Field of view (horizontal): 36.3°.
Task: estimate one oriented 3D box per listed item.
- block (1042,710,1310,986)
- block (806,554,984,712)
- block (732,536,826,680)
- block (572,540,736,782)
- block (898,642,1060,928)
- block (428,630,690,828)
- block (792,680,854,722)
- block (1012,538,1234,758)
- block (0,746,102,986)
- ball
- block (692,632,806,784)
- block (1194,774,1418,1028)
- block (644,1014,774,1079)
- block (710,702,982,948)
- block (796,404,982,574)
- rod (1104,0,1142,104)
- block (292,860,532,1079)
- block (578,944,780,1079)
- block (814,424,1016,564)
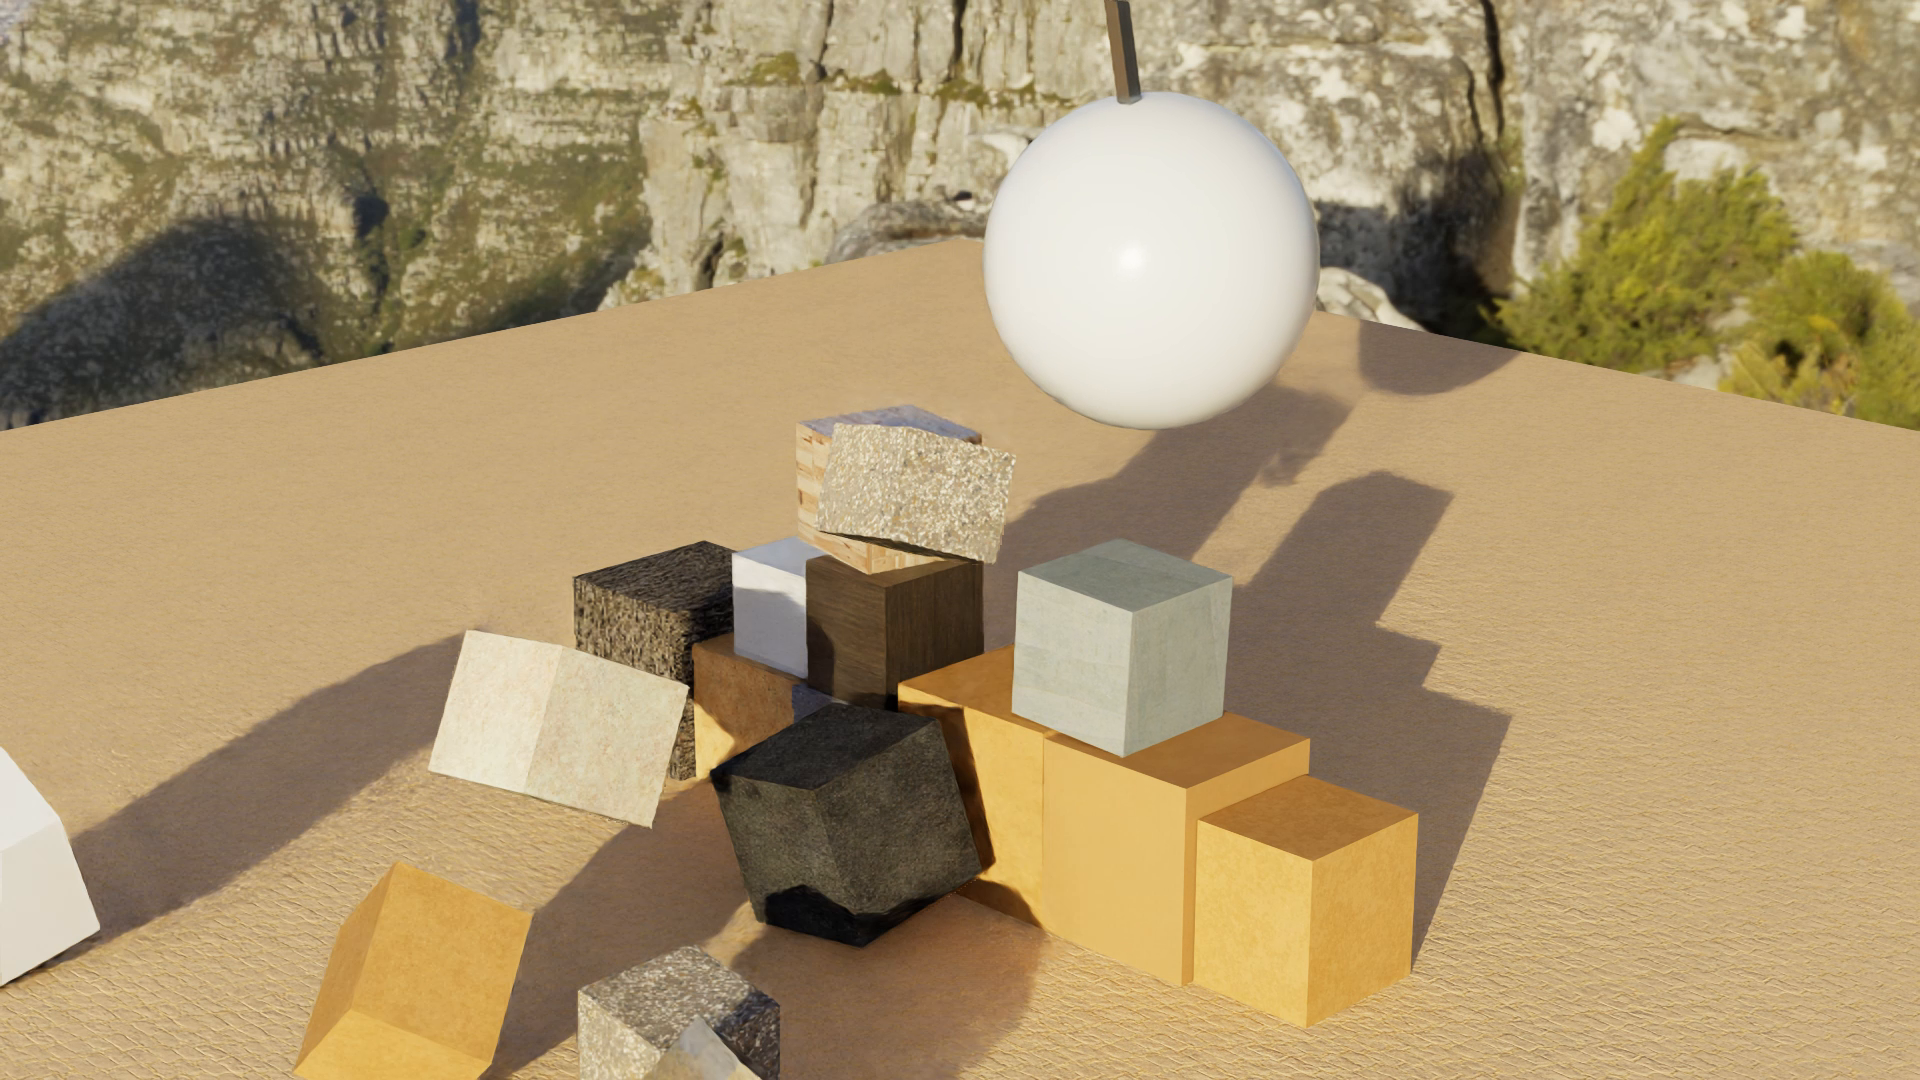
[{"bbox_3d":[0.935,1.283,12.769,0.815,0.896,0.806,-17,24,-42],"label":"block"},{"bbox_3d":[-0.305,0.391,13.775,0.619,0.629,0.554,-16,24,-41],"label":"block"},{"bbox_3d":[-0.690,0.307,14.184,0.582,0.509,0.568,-16,24,-42],"label":"block"},{"bbox_3d":[-1.364,0.600,14.967,0.872,0.880,0.807,-17,24,-42],"label":"block"},{"bbox_3d":[0.316,1.093,13.335,0.895,0.918,0.794,16,24,42],"label":"block"},{"bbox_3d":[-1.634,0.766,11.937,0.657,0.595,0.681,22,-10,-42],"label":"block"},{"bbox_3d":[-0.281,1.025,13.943,0.776,0.681,0.670,17,24,42],"label":"block"},{"bbox_3d":[0.702,0.455,12.749,0.645,0.659,0.668,20,26,40],"label":"block"},{"bbox_3d":[-4.151,1.367,12.217,0.711,0.692,0.732,-30,49,-27],"label":"block"},{"bbox_3d":[0.903,-1.317,13.874,1.600,1.600,1.600,0,17,0],"label":"ball"},{"bbox_3d":[-0.801,0.848,14.477,0.711,0.700,0.736,-17,24,-42],"label":"block"},{"bbox_3d":[1.450,1.505,12.318,0.706,0.742,0.605,-17,24,-42],"label":"block"},{"bbox_3d":[-0.827,2.107,10.174,0.560,0.544,0.597,-49,19,-8],"label":"block"},{"bbox_3d":[-0.496,1.227,12.795,0.721,0.740,0.746,-28,21,-36],"label":"block"},{"bbox_3d":[-0.334,-0.248,13.802,0.628,0.574,0.657,-11,20,-30],"label":"block"},{"bbox_3d":[0.391,-4.333,12.390,0.080,5.200,0.080,17,36,42],"label":"rod"},{"bbox_3d":[-2.066,1.715,11.080,0.560,0.635,0.643,25,49,-18],"label":"block"},{"bbox_3d":[-1.061,1.957,11.086,0.531,0.537,0.558,-18,31,-38],"label":"block"},{"bbox_3d":[-0.204,-0.209,13.055,0.575,0.491,0.618,14,-4,-34],"label":"block"}]
